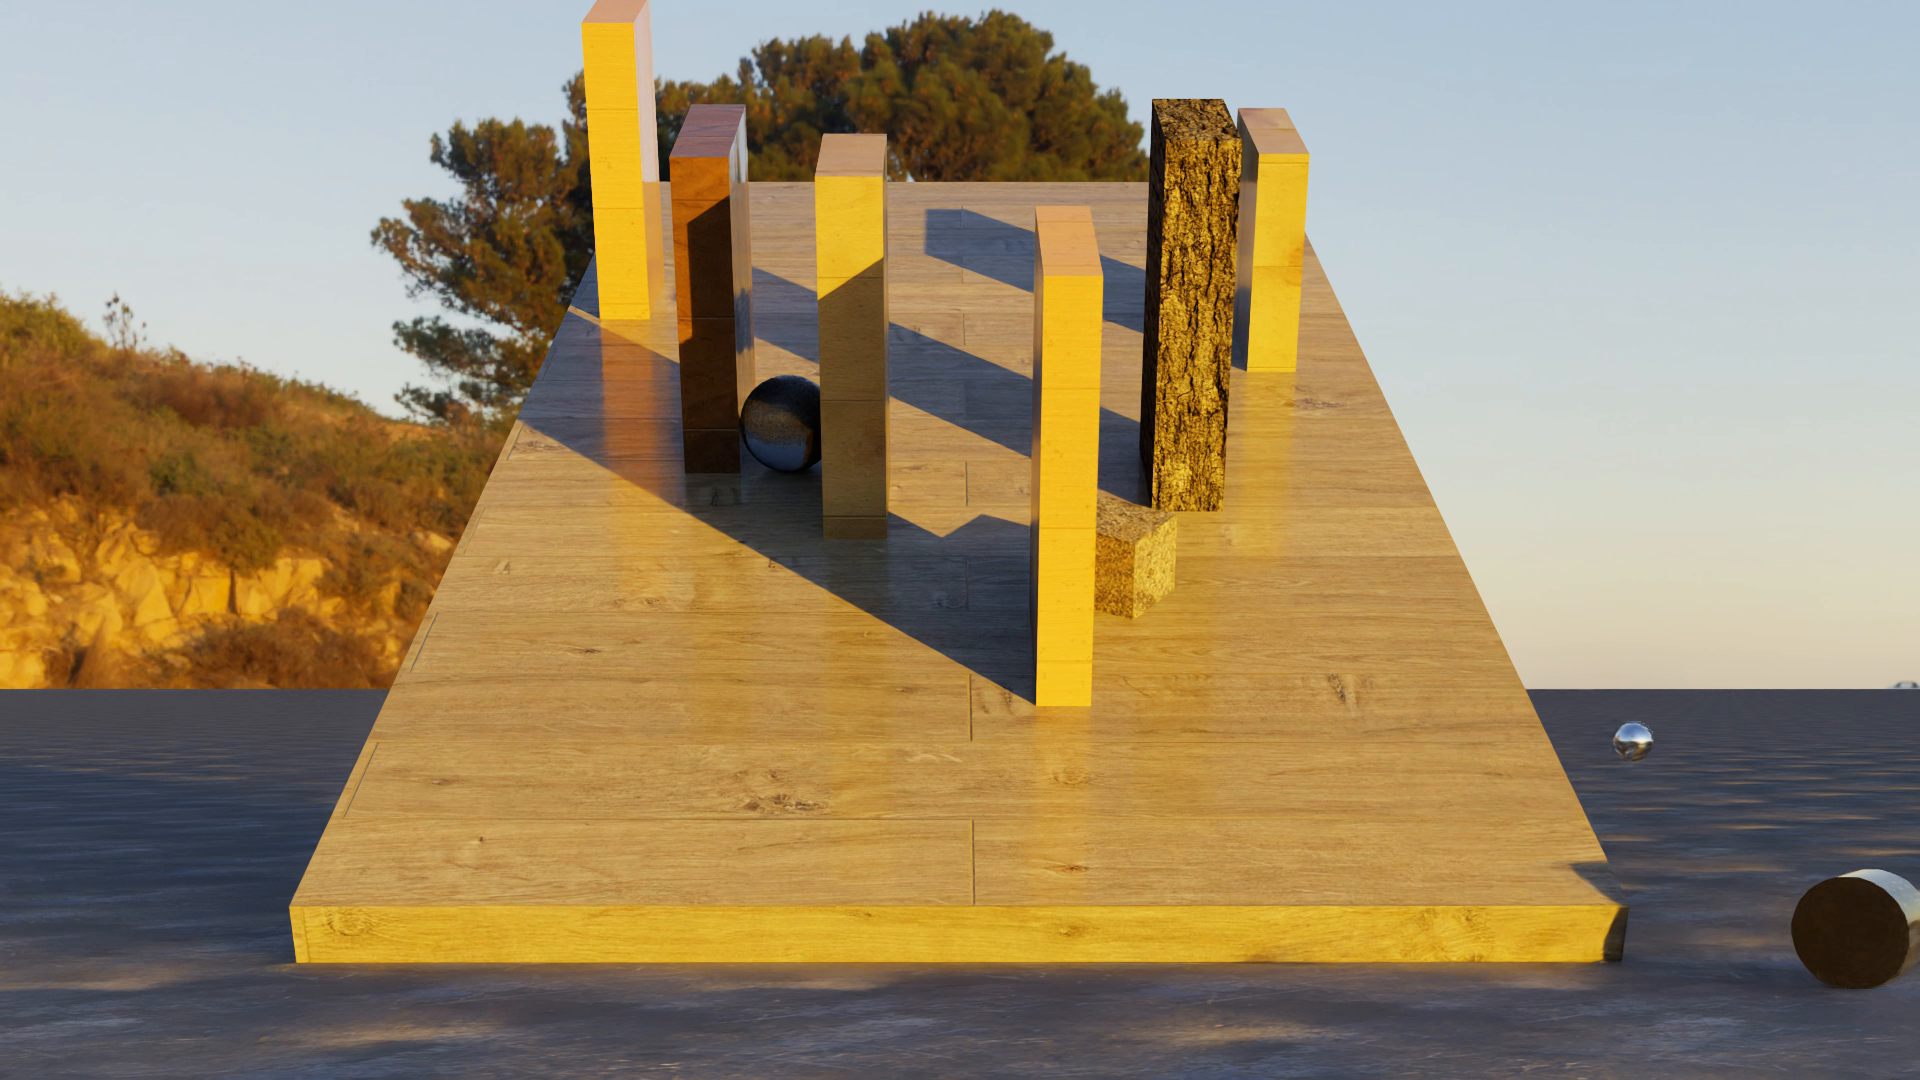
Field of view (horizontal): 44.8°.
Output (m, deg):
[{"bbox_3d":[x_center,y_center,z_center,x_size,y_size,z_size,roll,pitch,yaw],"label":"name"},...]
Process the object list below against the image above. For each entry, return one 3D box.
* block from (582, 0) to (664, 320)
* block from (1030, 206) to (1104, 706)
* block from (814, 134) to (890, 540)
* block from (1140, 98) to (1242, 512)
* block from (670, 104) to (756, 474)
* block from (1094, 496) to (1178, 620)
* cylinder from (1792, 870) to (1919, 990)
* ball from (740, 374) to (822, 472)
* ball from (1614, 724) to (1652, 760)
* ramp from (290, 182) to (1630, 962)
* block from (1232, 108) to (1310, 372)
[{"bbox_3d":[-0.854,-0.975,5.937,0.126,0.752,0.337,0,24,0],"label":"block"},{"bbox_3d":[0.180,-0.149,4.073,0.095,0.780,0.401,0,24,0],"label":"block"},{"bbox_3d":[-0.211,-0.409,4.686,0.127,0.748,0.322,0,24,0],"label":"block"},{"bbox_3d":[0.471,-0.486,4.822,0.147,0.781,0.346,0,24,0],"label":"block"},{"bbox_3d":[-0.531,-0.551,5.067,0.119,0.694,0.445,0,24,0],"label":"block"},{"bbox_3d":[0.301,0.033,4.426,0.159,0.159,0.159,16,28,31],"label":"block"},{"bbox_3d":[1.265,0.544,3.267,0.155,0.155,0.155,-2,-4,33],"label":"cylinder"},{"bbox_3d":[-0.367,-0.250,4.990,0.208,0.208,0.208,0,-4,0],"label":"ball"},{"bbox_3d":[3.647,1.093,12.618,0.202,0.202,0.202,0,-4,0],"label":"ball"},{"bbox_3d":[-0.008,-0.229,5.321,2.000,0.100,4.000,0,24,0],"label":"ramp"},{"bbox_3d":[0.747,-0.738,5.685,0.116,0.534,0.441,0,24,0],"label":"block"}]
